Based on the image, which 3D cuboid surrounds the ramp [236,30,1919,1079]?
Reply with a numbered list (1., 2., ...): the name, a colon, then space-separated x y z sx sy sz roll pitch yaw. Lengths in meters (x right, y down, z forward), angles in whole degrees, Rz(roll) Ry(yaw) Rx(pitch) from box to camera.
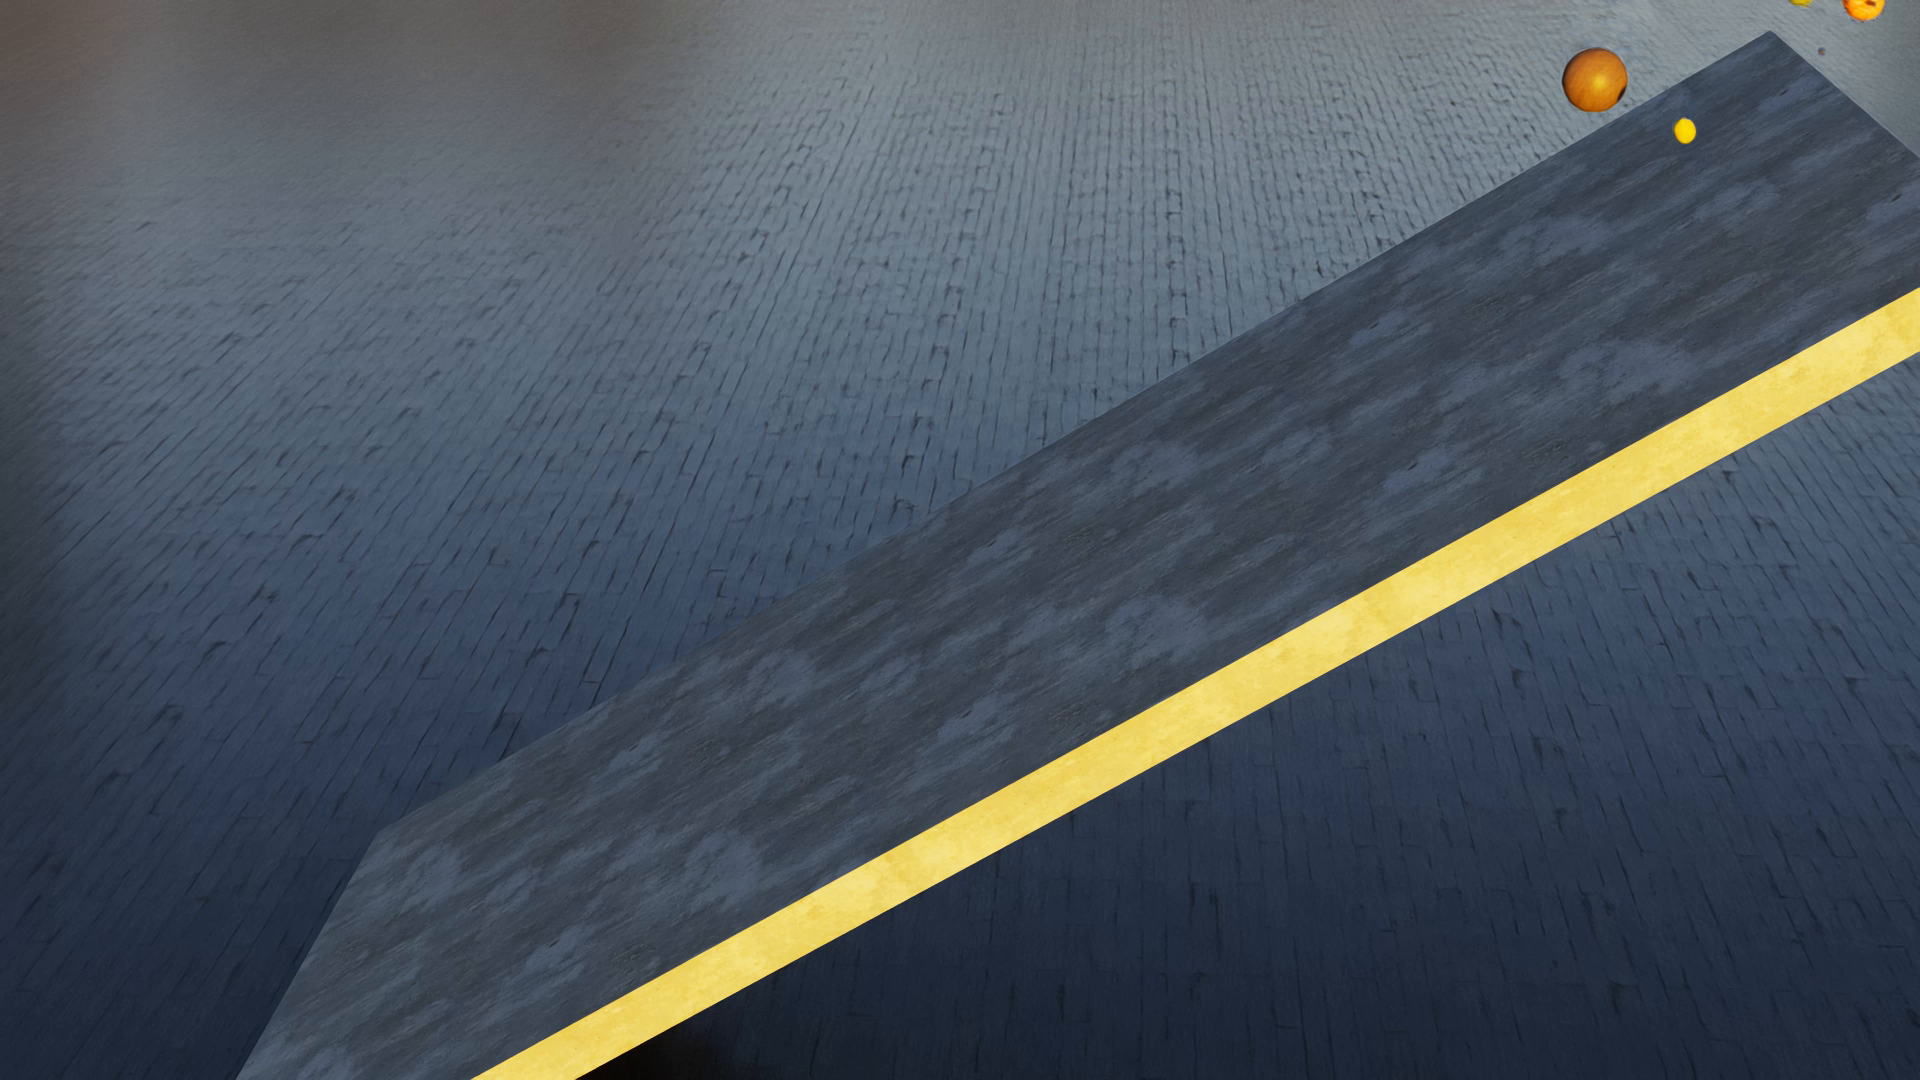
1. ramp: 0.141 0.169 6.290 4.000 0.100 2.000 -30 15 13
